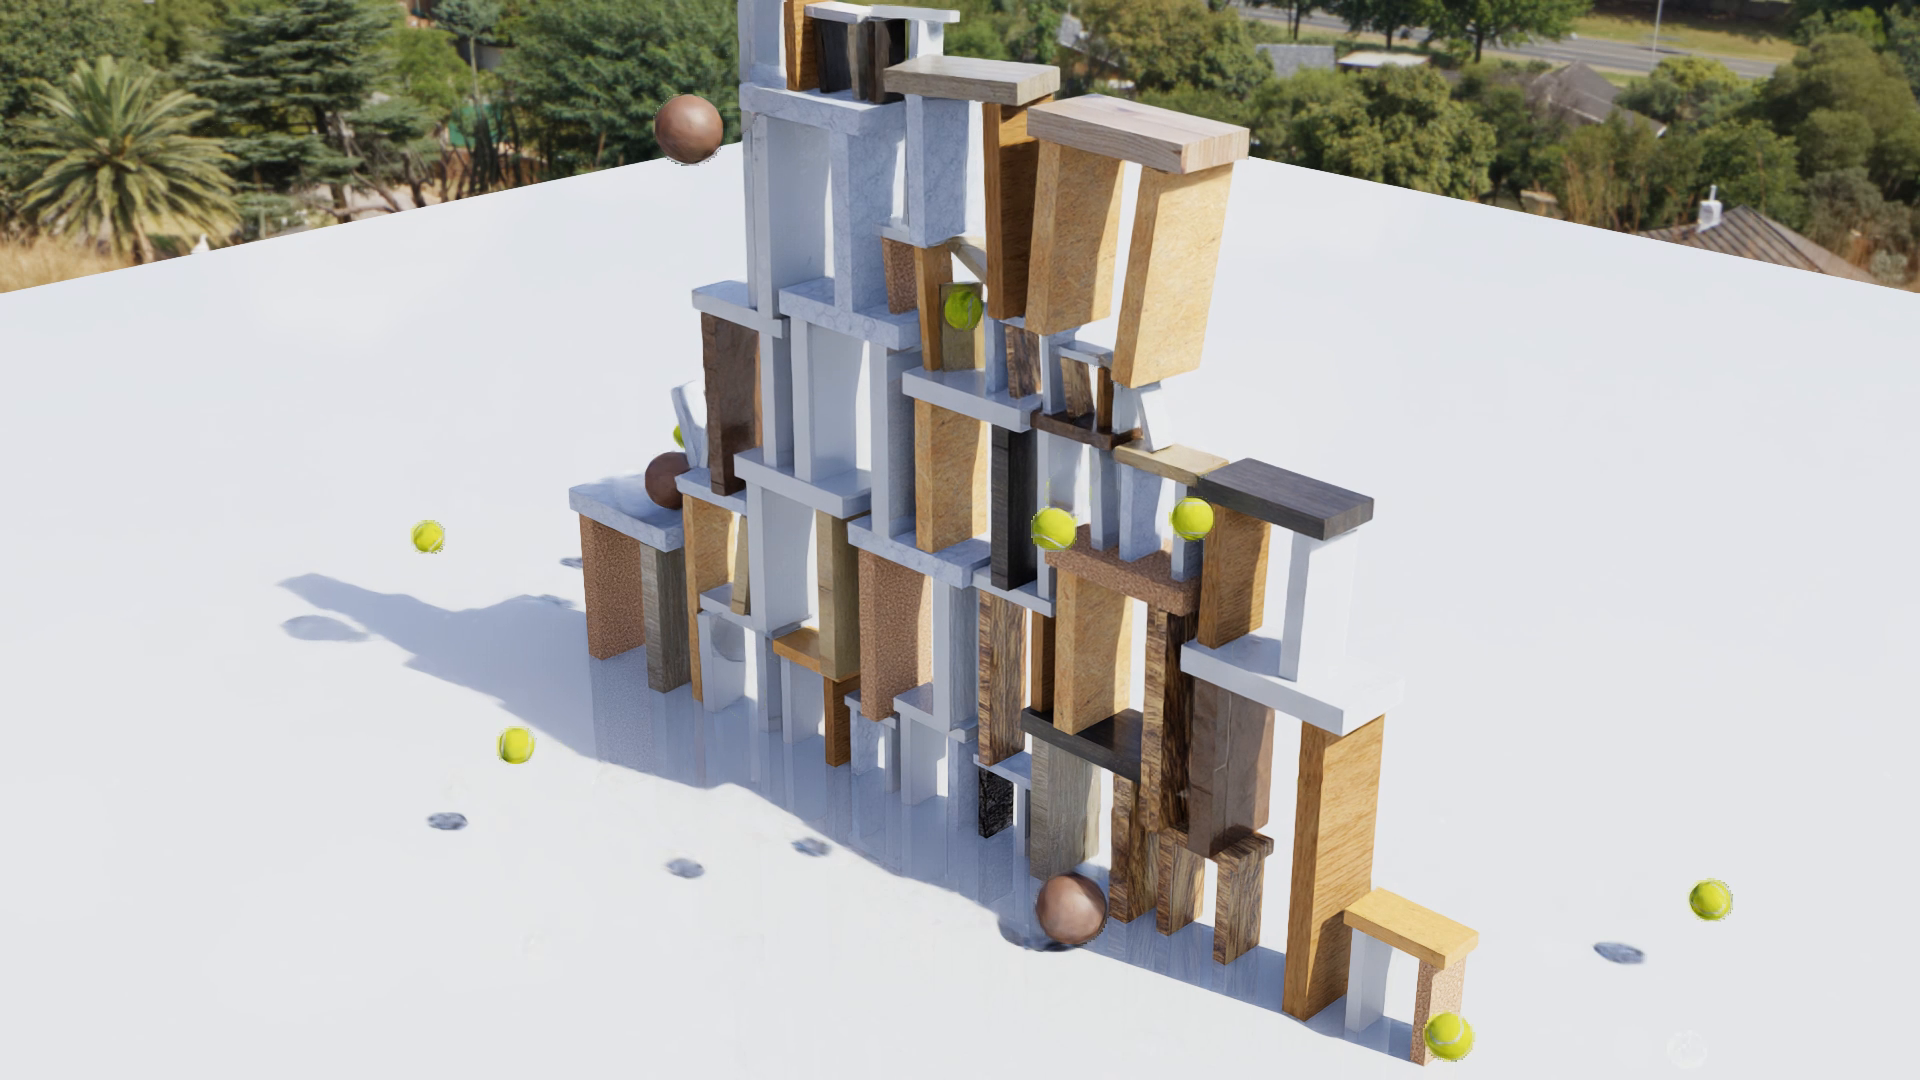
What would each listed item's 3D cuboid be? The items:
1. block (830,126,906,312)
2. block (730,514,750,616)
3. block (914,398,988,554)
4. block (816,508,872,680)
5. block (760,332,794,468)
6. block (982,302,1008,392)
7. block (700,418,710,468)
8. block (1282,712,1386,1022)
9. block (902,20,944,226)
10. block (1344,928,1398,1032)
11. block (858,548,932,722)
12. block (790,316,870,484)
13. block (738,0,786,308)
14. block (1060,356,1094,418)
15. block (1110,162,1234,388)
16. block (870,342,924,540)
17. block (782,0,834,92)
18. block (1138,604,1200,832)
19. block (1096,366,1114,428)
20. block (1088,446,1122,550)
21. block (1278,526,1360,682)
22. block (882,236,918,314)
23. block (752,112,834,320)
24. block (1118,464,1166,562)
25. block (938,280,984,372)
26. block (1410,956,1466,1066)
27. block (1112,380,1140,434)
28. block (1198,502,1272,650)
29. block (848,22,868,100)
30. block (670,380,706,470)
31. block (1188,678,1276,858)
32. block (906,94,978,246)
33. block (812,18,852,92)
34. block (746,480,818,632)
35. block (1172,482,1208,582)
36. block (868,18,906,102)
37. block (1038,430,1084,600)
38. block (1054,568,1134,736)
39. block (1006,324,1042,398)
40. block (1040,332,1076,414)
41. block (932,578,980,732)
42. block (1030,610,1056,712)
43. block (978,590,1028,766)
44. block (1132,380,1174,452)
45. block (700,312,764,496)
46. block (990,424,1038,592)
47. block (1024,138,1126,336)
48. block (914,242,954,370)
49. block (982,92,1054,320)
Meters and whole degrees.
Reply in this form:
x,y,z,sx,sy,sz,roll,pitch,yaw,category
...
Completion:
x,y,z,sx,sy,sz,roll,pitch,yaw,category
-0.162,-0.614,4.141,0.048,0.338,0.169,20,30,41,block
-0.438,0.036,4.697,0.033,0.229,0.115,18,28,19,block
-0.016,-0.141,4.189,0.043,0.303,0.152,21,30,40,block
-0.212,0.089,4.485,0.166,0.363,0.047,-21,31,-41,block
-0.335,-0.299,4.455,0.140,0.280,0.040,-21,30,-40,block
0.077,-0.359,3.994,0.023,0.162,0.081,13,25,36,block
-0.506,-0.235,4.722,0.083,0.167,0.024,5,7,-44,block
0.638,0.540,3.758,0.048,0.569,0.170,21,31,41,block
-0.068,-0.759,4.010,0.021,0.366,0.072,12,16,36,block
0.708,0.736,3.771,0.028,0.200,0.100,21,31,41,block
-0.129,0.170,4.435,0.045,0.372,0.157,21,31,40,block
-0.254,-0.297,4.379,0.048,0.336,0.168,21,31,41,block
-0.376,-0.785,4.295,0.104,0.657,0.029,-21,30,-41,block
0.208,-0.275,3.891,0.054,0.107,0.015,-21,19,-41,block
0.352,-0.449,3.657,0.169,0.378,0.048,-18,38,-38,block
-0.095,-0.210,4.243,0.048,0.389,0.168,21,31,40,block
-0.281,-0.953,4.120,0.029,0.208,0.104,18,29,39,block
0.396,0.295,3.917,0.161,0.438,0.046,-21,31,-40,block
0.263,-0.254,3.837,0.054,0.107,0.015,-21,30,-40,block
0.271,-0.085,3.892,0.094,0.189,0.027,-21,27,-40,block
0.592,0.092,3.624,0.131,0.263,0.037,-21,33,-40,block
-0.107,-0.504,4.126,0.072,0.144,0.020,-23,25,-40,block
-0.318,-0.643,4.293,0.169,0.401,0.048,-19,30,-37,block
0.320,-0.059,3.844,0.090,0.179,0.025,-21,31,-40,block
0.003,-0.398,4.088,0.081,0.162,0.023,-7,20,-16,block
0.802,0.772,3.684,0.028,0.200,0.100,21,31,41,block
0.288,-0.241,3.805,0.015,0.107,0.054,22,32,40,block
0.469,0.043,3.740,0.131,0.263,0.037,-21,33,-40,block
-0.170,-0.882,4.043,0.068,0.136,0.019,-21,26,-41,block
-0.568,-0.202,4.821,0.024,0.289,0.083,-5,15,30,block
0.479,0.372,3.861,0.048,0.340,0.170,21,31,40,block
-0.031,-0.682,3.955,0.039,0.276,0.138,22,34,39,block
-0.236,-0.908,4.104,0.068,0.136,0.019,-21,24,-41,block
-0.366,0.013,4.624,0.047,0.332,0.166,21,31,39,block
0.404,-0.026,3.766,0.090,0.179,0.025,-21,31,-40,block
-0.134,-0.874,4.006,0.072,0.145,0.021,-16,24,-41,block
0.183,-0.057,4.001,0.027,0.325,0.094,20,30,41,block
0.246,0.182,4.034,0.046,0.321,0.161,22,31,40,block
0.116,-0.329,3.961,0.067,0.134,0.019,-21,25,-40,block
0.176,-0.301,3.908,0.067,0.143,0.019,-20,26,-39,block
0.020,0.201,4.288,0.157,0.315,0.045,-21,31,-40,block
0.178,0.212,4.115,0.101,0.202,0.029,-21,31,-41,block
0.083,0.252,4.237,0.029,0.371,0.101,21,31,41,block
0.332,-0.216,3.771,0.054,0.118,0.015,-20,10,-39,block
-0.467,-0.300,4.601,0.040,0.397,0.140,17,29,37,block
0.125,-0.078,4.059,0.043,0.318,0.152,21,31,41,block
0.200,-0.533,3.789,0.169,0.338,0.048,-21,35,-40,block
-0.043,-0.438,4.087,0.072,0.234,0.020,-22,27,-38,block
0.106,-0.587,3.860,0.138,0.378,0.039,-21,28,-40,block
